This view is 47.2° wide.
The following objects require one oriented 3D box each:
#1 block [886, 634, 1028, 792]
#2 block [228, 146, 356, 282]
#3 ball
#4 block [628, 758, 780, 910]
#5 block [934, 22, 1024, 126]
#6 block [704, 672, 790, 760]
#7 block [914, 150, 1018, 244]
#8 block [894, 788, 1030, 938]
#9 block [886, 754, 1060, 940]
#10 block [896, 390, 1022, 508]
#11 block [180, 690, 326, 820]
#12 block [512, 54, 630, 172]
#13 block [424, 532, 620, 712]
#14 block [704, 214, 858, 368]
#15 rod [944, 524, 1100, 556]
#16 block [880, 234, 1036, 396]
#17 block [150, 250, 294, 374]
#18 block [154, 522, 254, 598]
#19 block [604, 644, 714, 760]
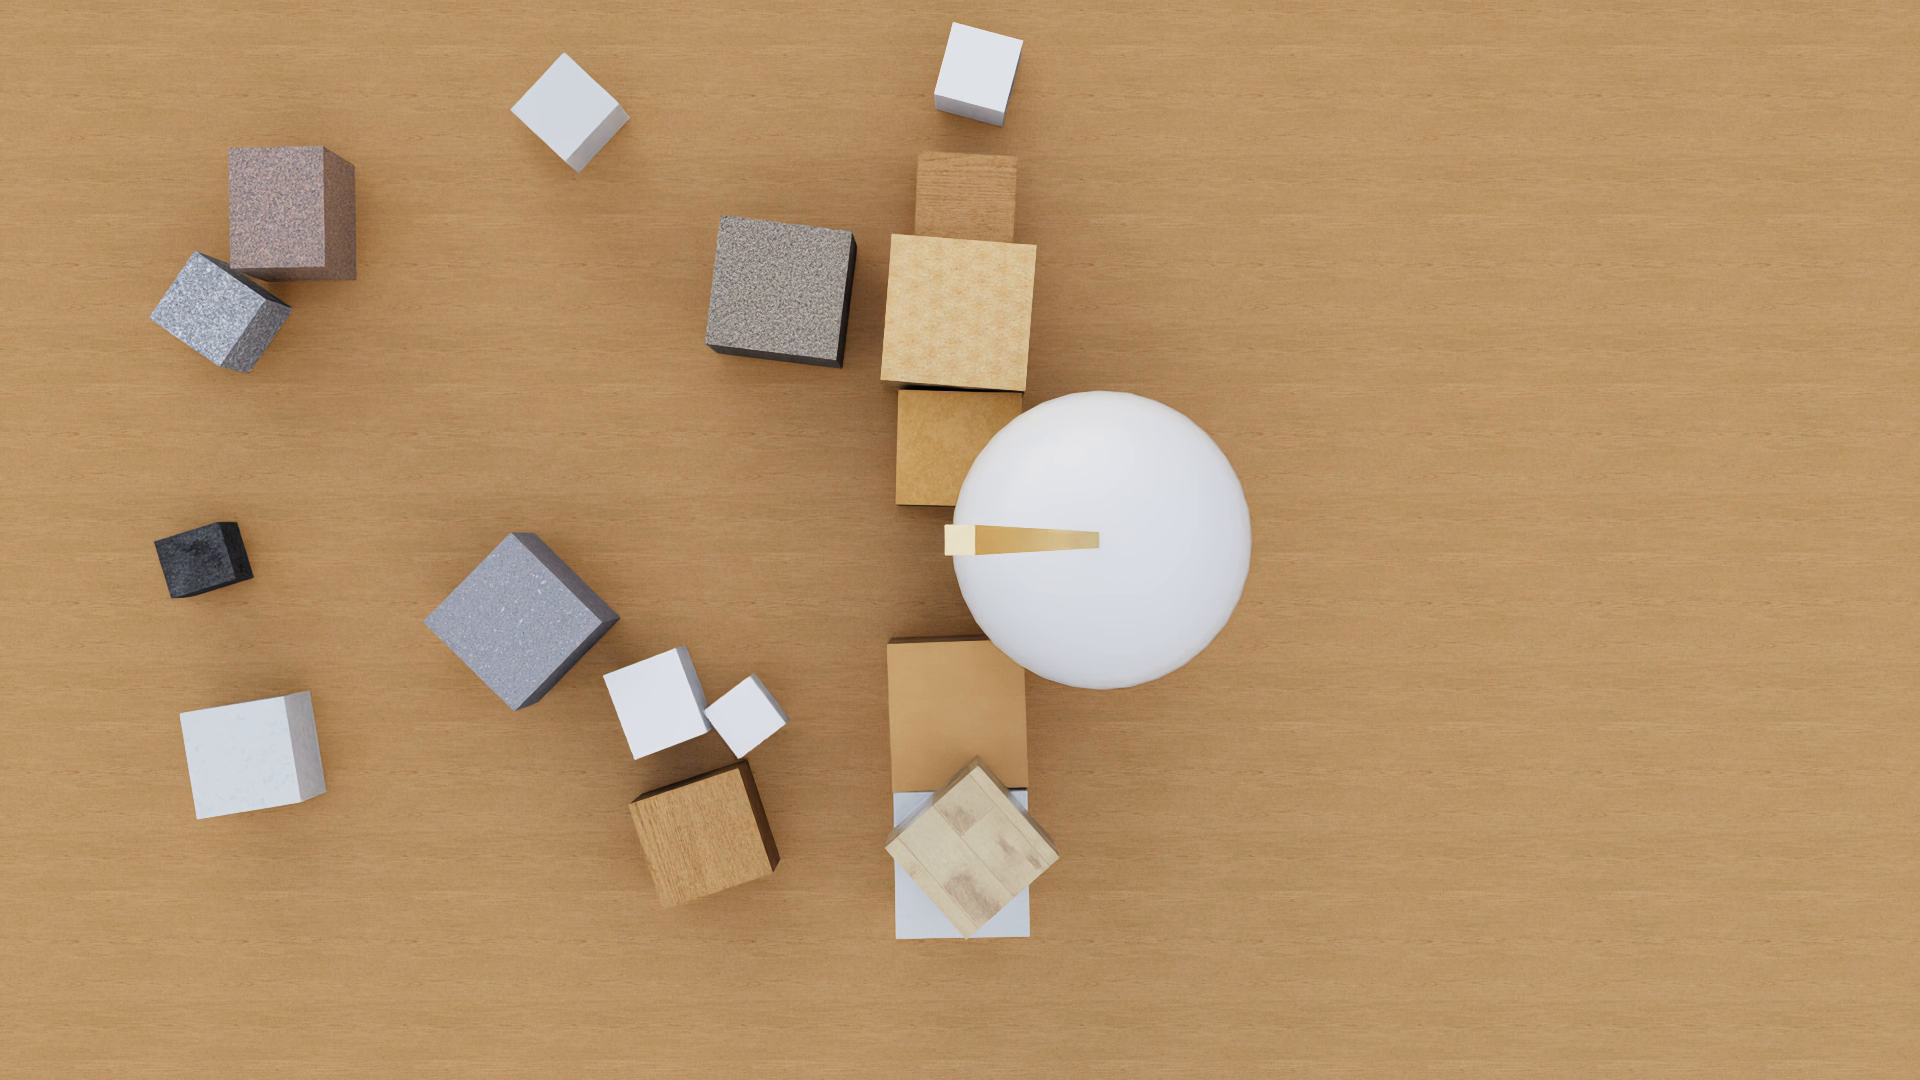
[{"bbox_3d":[-0.013,0.973,12.593,0.756,0.815,0.820,-2,90,0],"label":"block"},{"bbox_3d":[-3.838,-1.869,12.675,0.532,0.650,0.678,-1,90,0],"label":"block"},{"bbox_3d":[0.752,0.000,11.727,1.600,1.600,1.600,0,90,0],"label":"ball"},{"bbox_3d":[-1.470,1.694,12.731,0.656,0.538,0.627,-18,90,0],"label":"block"},{"bbox_3d":[0.106,-2.700,12.778,0.413,0.444,0.424,15,90,0],"label":"block"},{"bbox_3d":[-1.243,1.024,12.836,0.340,0.328,0.345,-37,90,0],"label":"block"},{"bbox_3d":[0.033,-1.943,12.758,0.566,0.484,0.515,3,90,0],"label":"block"},{"bbox_3d":[0.009,1.790,12.554,0.737,0.891,0.799,-1,90,0],"label":"block"},{"bbox_3d":[0.064,1.639,11.816,0.653,0.586,0.645,-42,90,0],"label":"block"},{"bbox_3d":[-0.007,-0.515,12.692,0.697,0.616,0.645,1,90,0],"label":"block"},{"bbox_3d":[-4.090,1.238,12.749,0.600,0.502,0.610,-9,90,0],"label":"block"},{"bbox_3d":[-2.260,-2.477,12.786,0.430,0.428,0.451,43,90,0],"label":"block"},{"bbox_3d":[-2.506,0.459,12.657,0.718,0.685,0.702,45,90,0],"label":"block"},{"bbox_3d":[-1.020,-1.418,12.671,0.743,0.658,0.728,7,90,0],"label":"block"},{"bbox_3d":[0.326,0.000,8.354,0.080,5.200,0.080,0,90,7],"label":"rod"},{"bbox_3d":[-0.008,-1.266,12.617,0.808,0.767,0.814,4,90,0],"label":"block"},{"bbox_3d":[-4.273,-1.313,12.741,0.488,0.518,0.464,35,90,0],"label":"block"},{"bbox_3d":[-4.410,0.116,12.837,0.391,0.326,0.345,-17,90,0],"label":"block"},{"bbox_3d":[-1.739,0.936,12.770,0.441,0.459,0.513,-21,90,0],"label":"block"}]
